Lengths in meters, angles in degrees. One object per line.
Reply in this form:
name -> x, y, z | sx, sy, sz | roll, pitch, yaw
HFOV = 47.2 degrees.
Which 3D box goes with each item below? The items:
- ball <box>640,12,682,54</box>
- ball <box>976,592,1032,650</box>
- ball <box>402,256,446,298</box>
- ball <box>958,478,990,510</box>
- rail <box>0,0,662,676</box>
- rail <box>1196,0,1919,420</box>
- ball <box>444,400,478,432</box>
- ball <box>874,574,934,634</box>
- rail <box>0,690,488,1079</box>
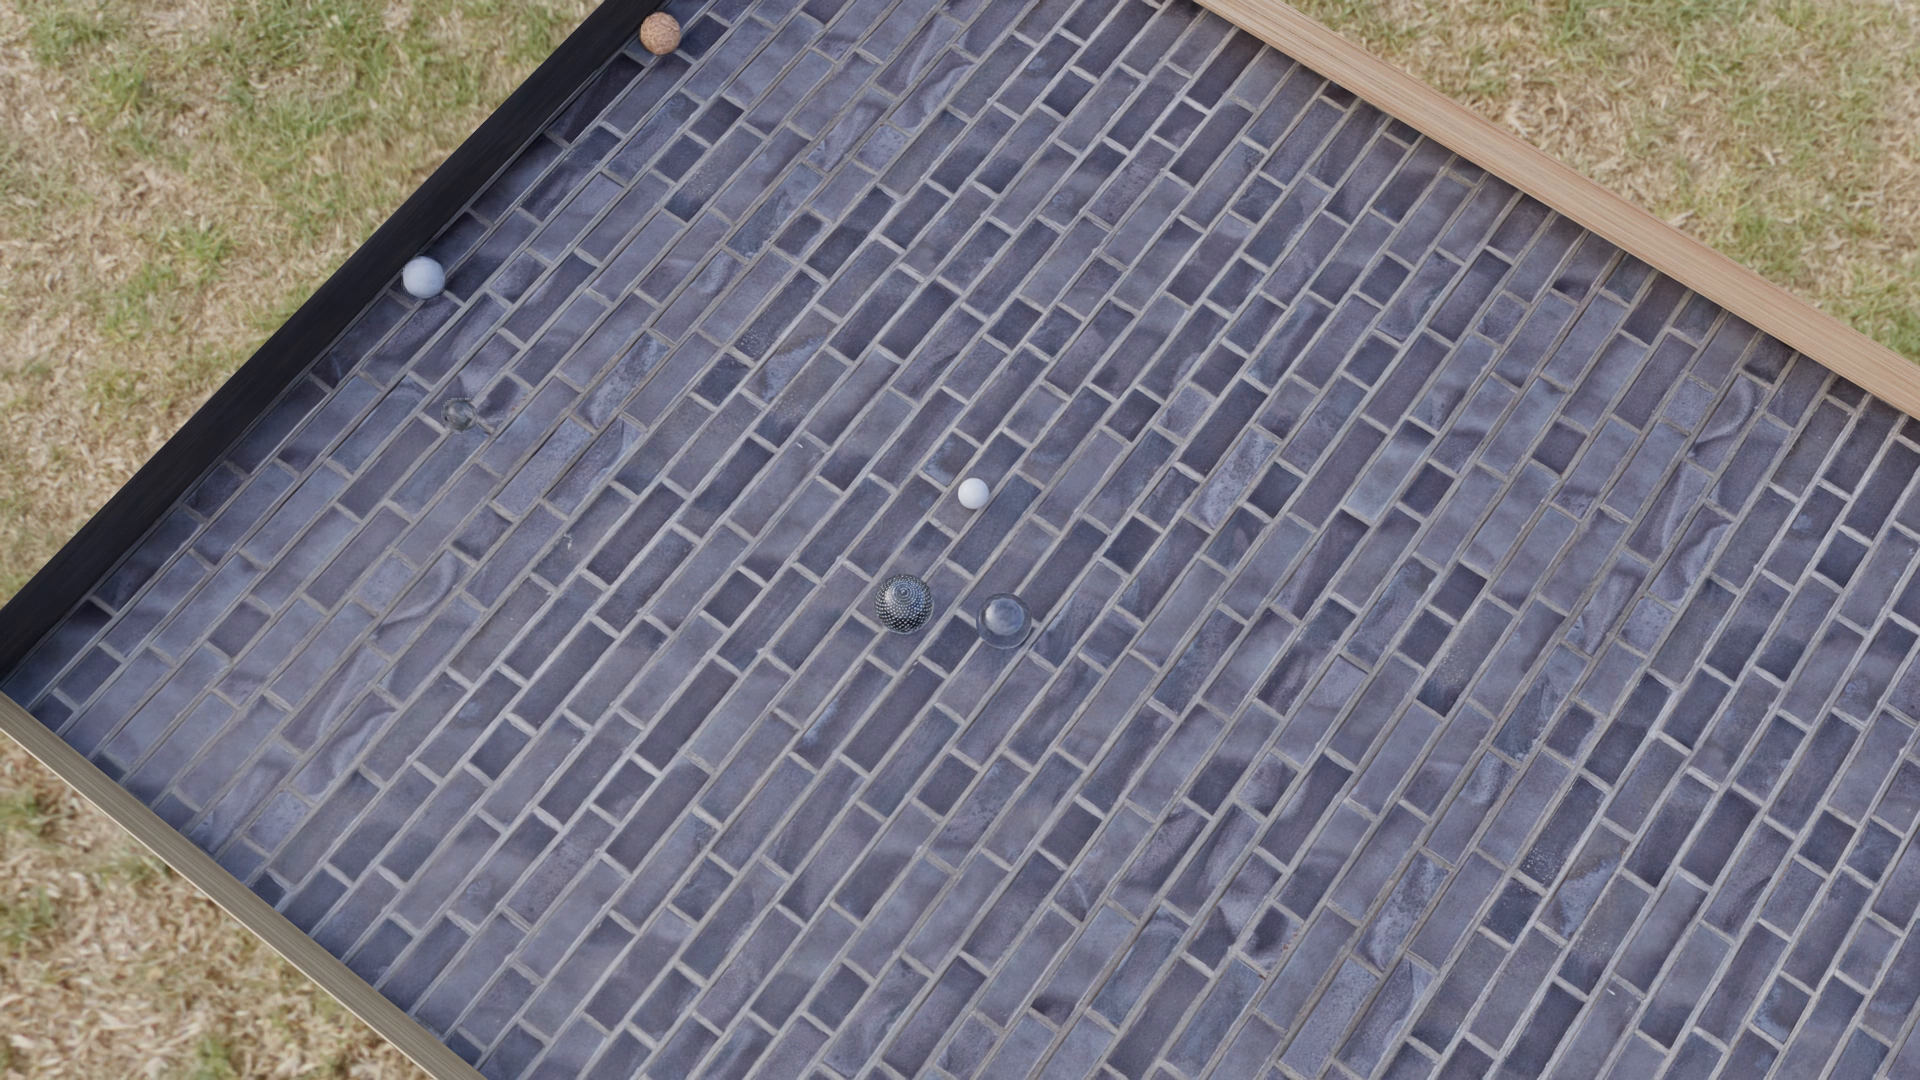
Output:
ball -> -0.538, -0.911, 3.956 | 0.074, 0.074, 0.074 | 0, 66, 0
ball -> 0.069, 0.128, 3.479 | 0.090, 0.090, 0.090 | 0, 66, 0
ball -> -0.914, -0.447, 3.748 | 0.071, 0.071, 0.071 | 0, 66, 0
ball -> 0.022, -0.076, 3.592 | 0.051, 0.051, 0.051 | 0, 66, 0
rail -> -0.868, -0.594, 3.784 | 0.045, 0.124, 2.289 | 34, 70, 14
rail -> 1.552, -0.238, 3.624 | 4.407, 0.124, 0.045 | 34, 70, 14
ball -> -0.829, -0.207, 3.649 | 0.054, 0.054, 0.054 | 0, 66, 0
ball -> -0.088, 0.102, 3.488 | 0.095, 0.095, 0.095 | 0, 66, 0
rail -> 0.222, 1.408, 2.882 | 4.407, 0.124, 0.045 | 34, 70, 14
